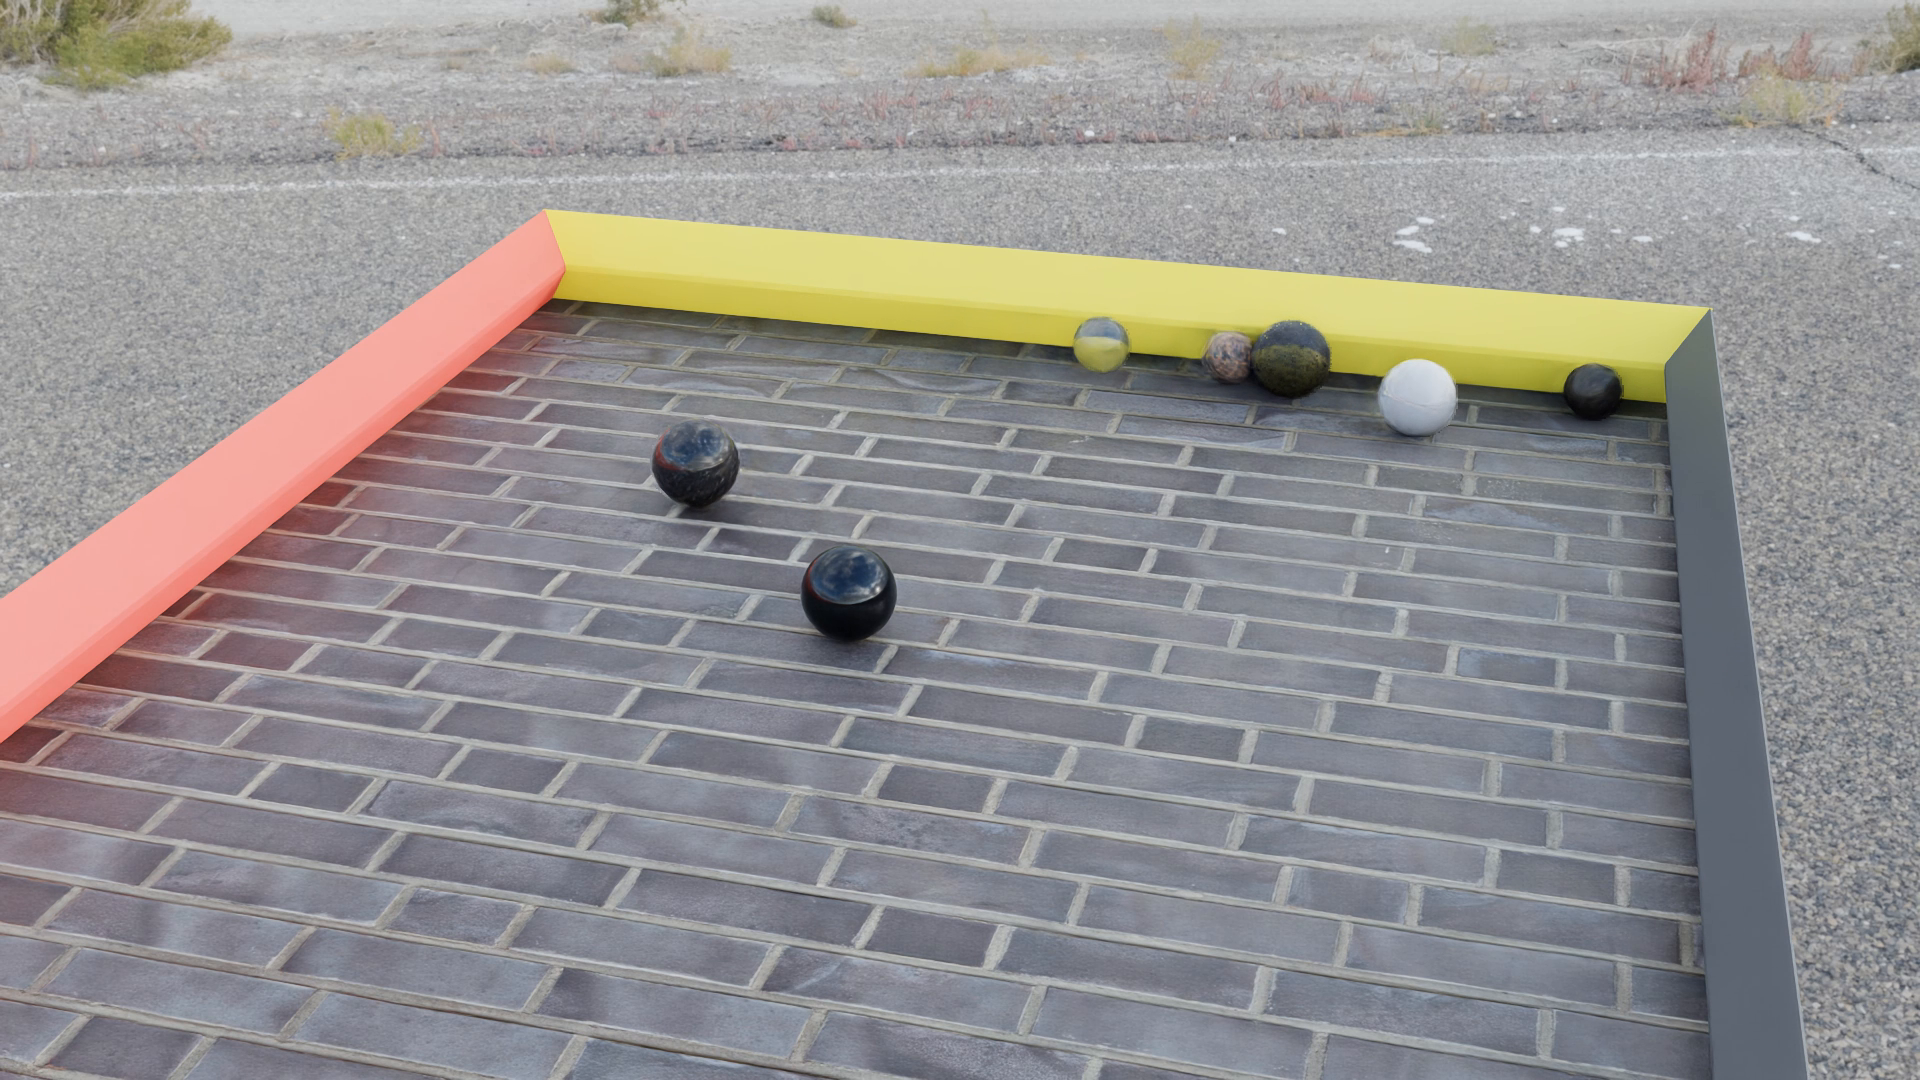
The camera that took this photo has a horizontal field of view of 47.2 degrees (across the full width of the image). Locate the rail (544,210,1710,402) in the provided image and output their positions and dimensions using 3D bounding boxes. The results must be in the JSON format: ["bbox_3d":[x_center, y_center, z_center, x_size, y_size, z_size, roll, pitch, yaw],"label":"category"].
[{"bbox_3d":[0.157,-0.286,2.711,1.460,0.120,0.045,7,27,13],"label":"rail"}]

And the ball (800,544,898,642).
[{"bbox_3d":[-0.105,0.050,2.068,0.091,0.091,0.091,0,26,0],"label":"ball"}]

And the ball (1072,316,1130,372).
[{"bbox_3d":[0.172,-0.238,2.675,0.069,0.069,0.069,0,26,0],"label":"ball"}]

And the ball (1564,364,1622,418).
[{"bbox_3d":[0.733,-0.173,2.548,0.064,0.064,0.064,0,26,0],"label":"ball"}]

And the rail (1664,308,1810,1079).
[{"bbox_3d":[0.520,0.336,1.456,0.045,0.120,2.573,7,27,13],"label":"rail"}]

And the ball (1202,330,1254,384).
[{"bbox_3d":[0.323,-0.220,2.644,0.065,0.065,0.065,0,26,0],"label":"ball"}]

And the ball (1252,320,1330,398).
[{"bbox_3d":[0.391,-0.214,2.601,0.092,0.092,0.092,0,26,0],"label":"ball"}]

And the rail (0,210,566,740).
[{"bbox_3d":[-0.846,0.177,1.776,0.045,0.120,2.573,7,27,13],"label":"rail"}]

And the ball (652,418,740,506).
[{"bbox_3d":[-0.280,-0.082,2.333,0.093,0.093,0.093,0,26,0],"label":"ball"}]

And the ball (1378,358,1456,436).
[{"bbox_3d":[0.520,-0.162,2.501,0.087,0.087,0.087,0,26,0],"label":"ball"}]
